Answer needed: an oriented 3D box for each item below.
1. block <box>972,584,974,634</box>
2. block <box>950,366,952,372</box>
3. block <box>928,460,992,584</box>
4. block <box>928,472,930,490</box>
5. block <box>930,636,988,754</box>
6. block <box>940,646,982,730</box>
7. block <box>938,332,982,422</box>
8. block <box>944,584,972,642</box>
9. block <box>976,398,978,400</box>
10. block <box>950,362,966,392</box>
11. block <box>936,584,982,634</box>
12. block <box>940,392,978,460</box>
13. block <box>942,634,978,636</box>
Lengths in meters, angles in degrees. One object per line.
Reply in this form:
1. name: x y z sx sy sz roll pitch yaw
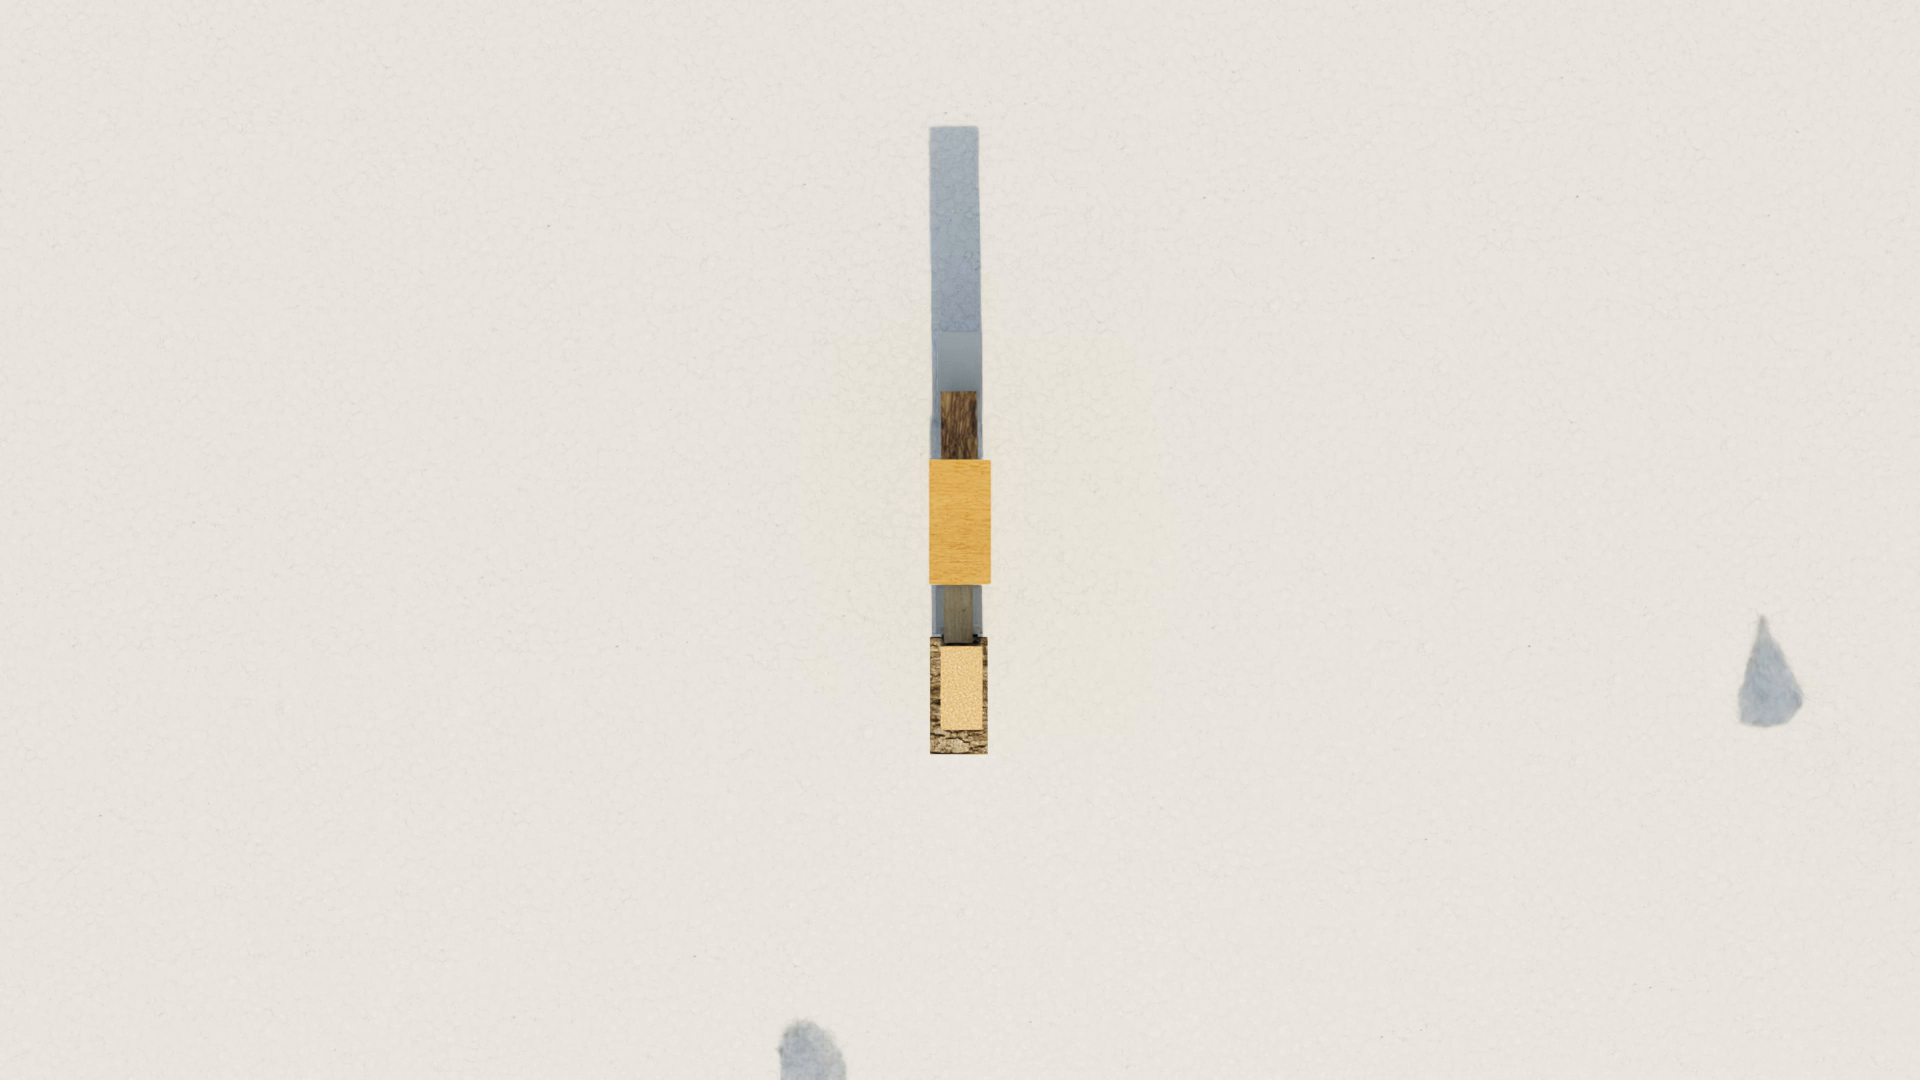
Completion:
1. block: 0.004 0.210 5.014 0.073 0.021 0.146 0 90 0
2. block: -0.004 -0.513 4.966 0.046 0.093 0.013 0 90 0
3. block: 0.000 -0.049 4.432 0.166 0.047 0.332 0 90 0
4. block: -0.001 -0.160 4.621 0.166 0.332 0.047 0 90 0
5. block: -0.003 0.459 4.868 0.171 0.049 0.343 0 90 0
6. block: 0.004 0.411 4.597 0.115 0.033 0.230 0 90 0
7. block: 0.000 -0.497 5.031 0.135 0.038 0.269 0 90 0
8. block: -0.005 0.216 4.822 0.085 0.024 0.169 0 90 0
9. block: -0.003 -0.397 4.907 0.105 0.210 0.030 0 90 0
10. block: -0.004 -0.481 4.913 0.046 0.013 0.093 1 90 0
11. block: -0.003 0.151 5.191 0.144 0.041 0.289 0 90 0
12. block: -0.003 -0.326 4.787 0.105 0.030 0.210 0 90 0
13. block: -0.002 0.416 5.251 0.116 0.033 0.232 0 90 0
